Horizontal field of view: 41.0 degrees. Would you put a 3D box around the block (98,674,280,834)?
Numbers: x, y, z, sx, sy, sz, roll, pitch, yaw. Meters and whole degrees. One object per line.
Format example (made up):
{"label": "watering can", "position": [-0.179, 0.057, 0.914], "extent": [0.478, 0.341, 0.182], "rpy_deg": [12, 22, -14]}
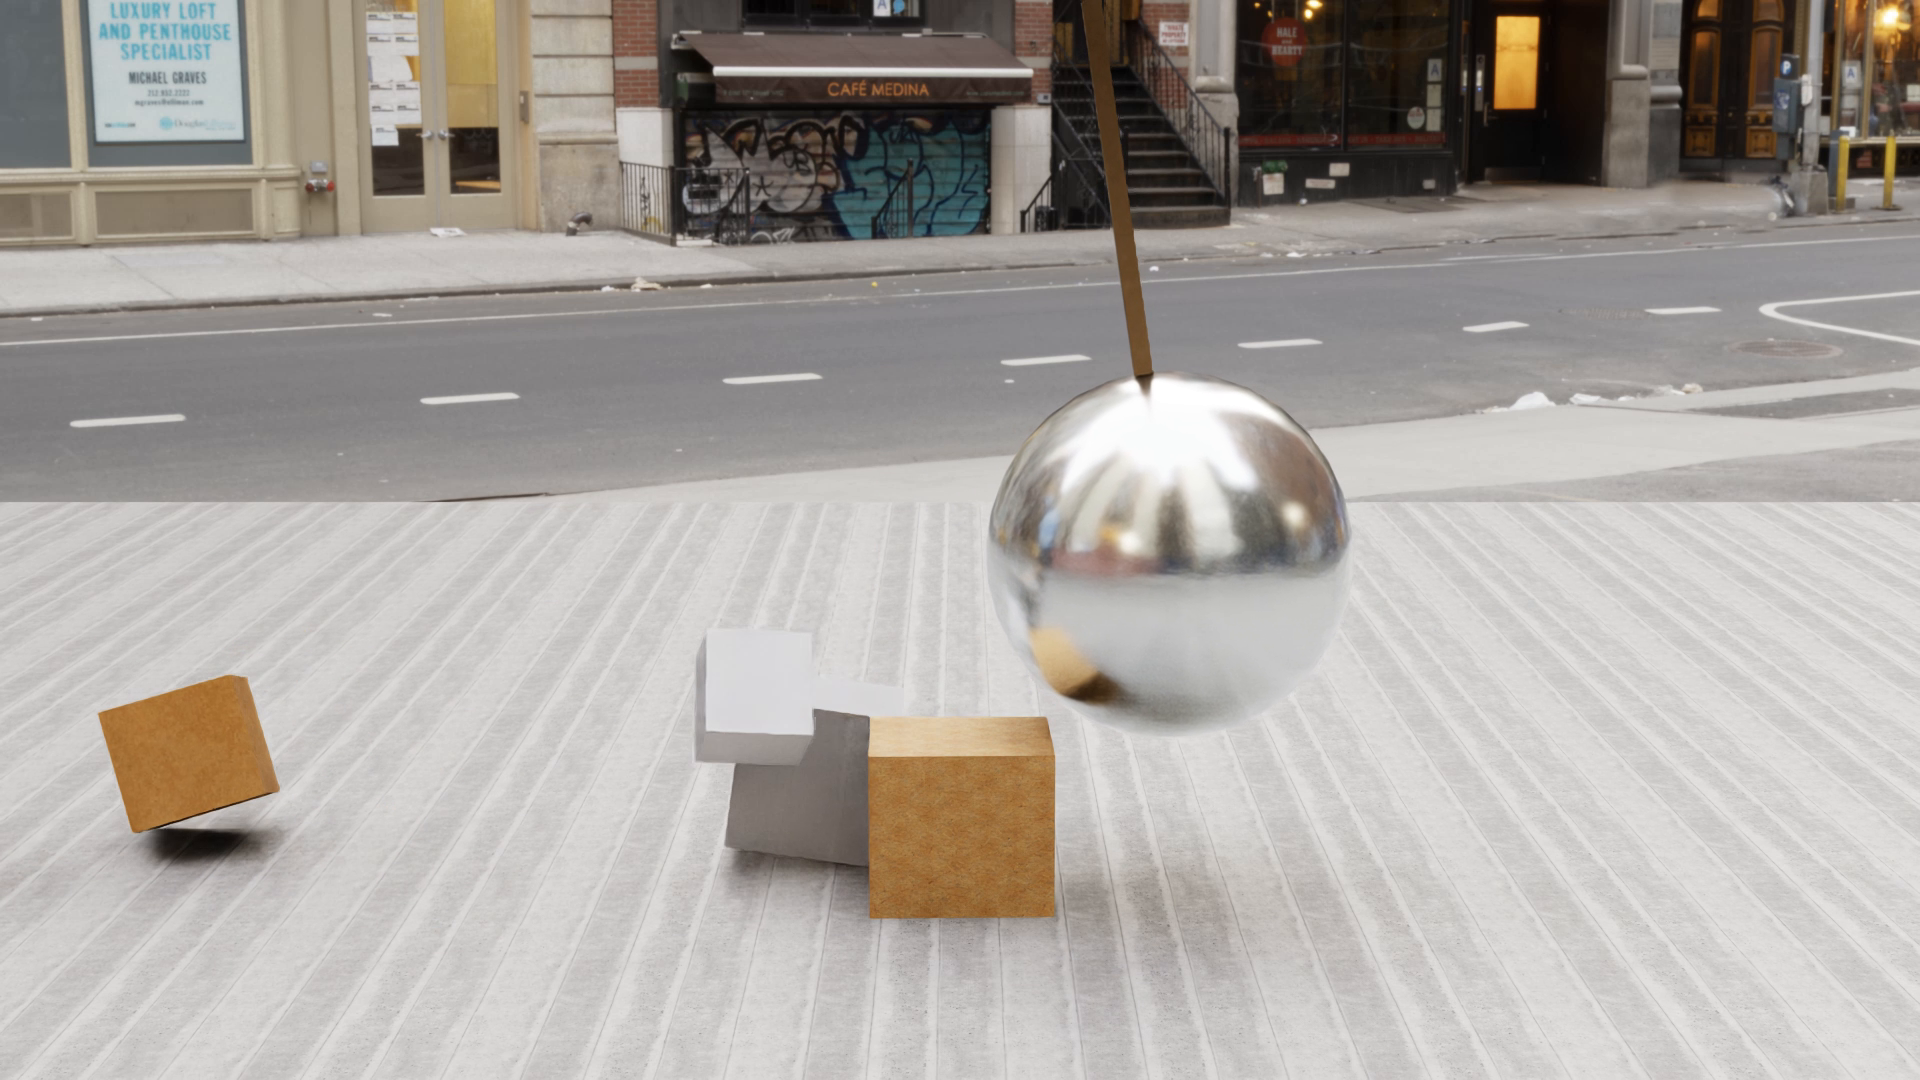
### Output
{"label": "block", "position": [-3.543, 0.983, 11.829], "extent": [0.600, 0.563, 0.628], "rpy_deg": [-17, -2, -10]}

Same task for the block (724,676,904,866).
{"label": "block", "position": [-0.656, 1.031, 11.708], "extent": [0.707, 0.688, 0.601], "rpy_deg": [8, 10, -2]}

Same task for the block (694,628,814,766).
{"label": "block", "position": [-0.896, 0.680, 11.096], "extent": [0.455, 0.470, 0.379], "rpy_deg": [3, -25, -13]}

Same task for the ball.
{"label": "ball", "position": [0.912, 0.062, 11.192], "extent": [1.600, 1.600, 1.600], "rpy_deg": [0, 10, 0]}

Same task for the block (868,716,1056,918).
{"label": "block", "position": [0.001, 1.187, 11.072], "extent": [0.779, 0.703, 0.663], "rpy_deg": [0, 10, -1]}

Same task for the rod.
{"label": "rod", "position": [0.395, -3.244, 10.590], "extent": [0.080, 5.200, 0.080], "rpy_deg": [-9, 10, 2]}
